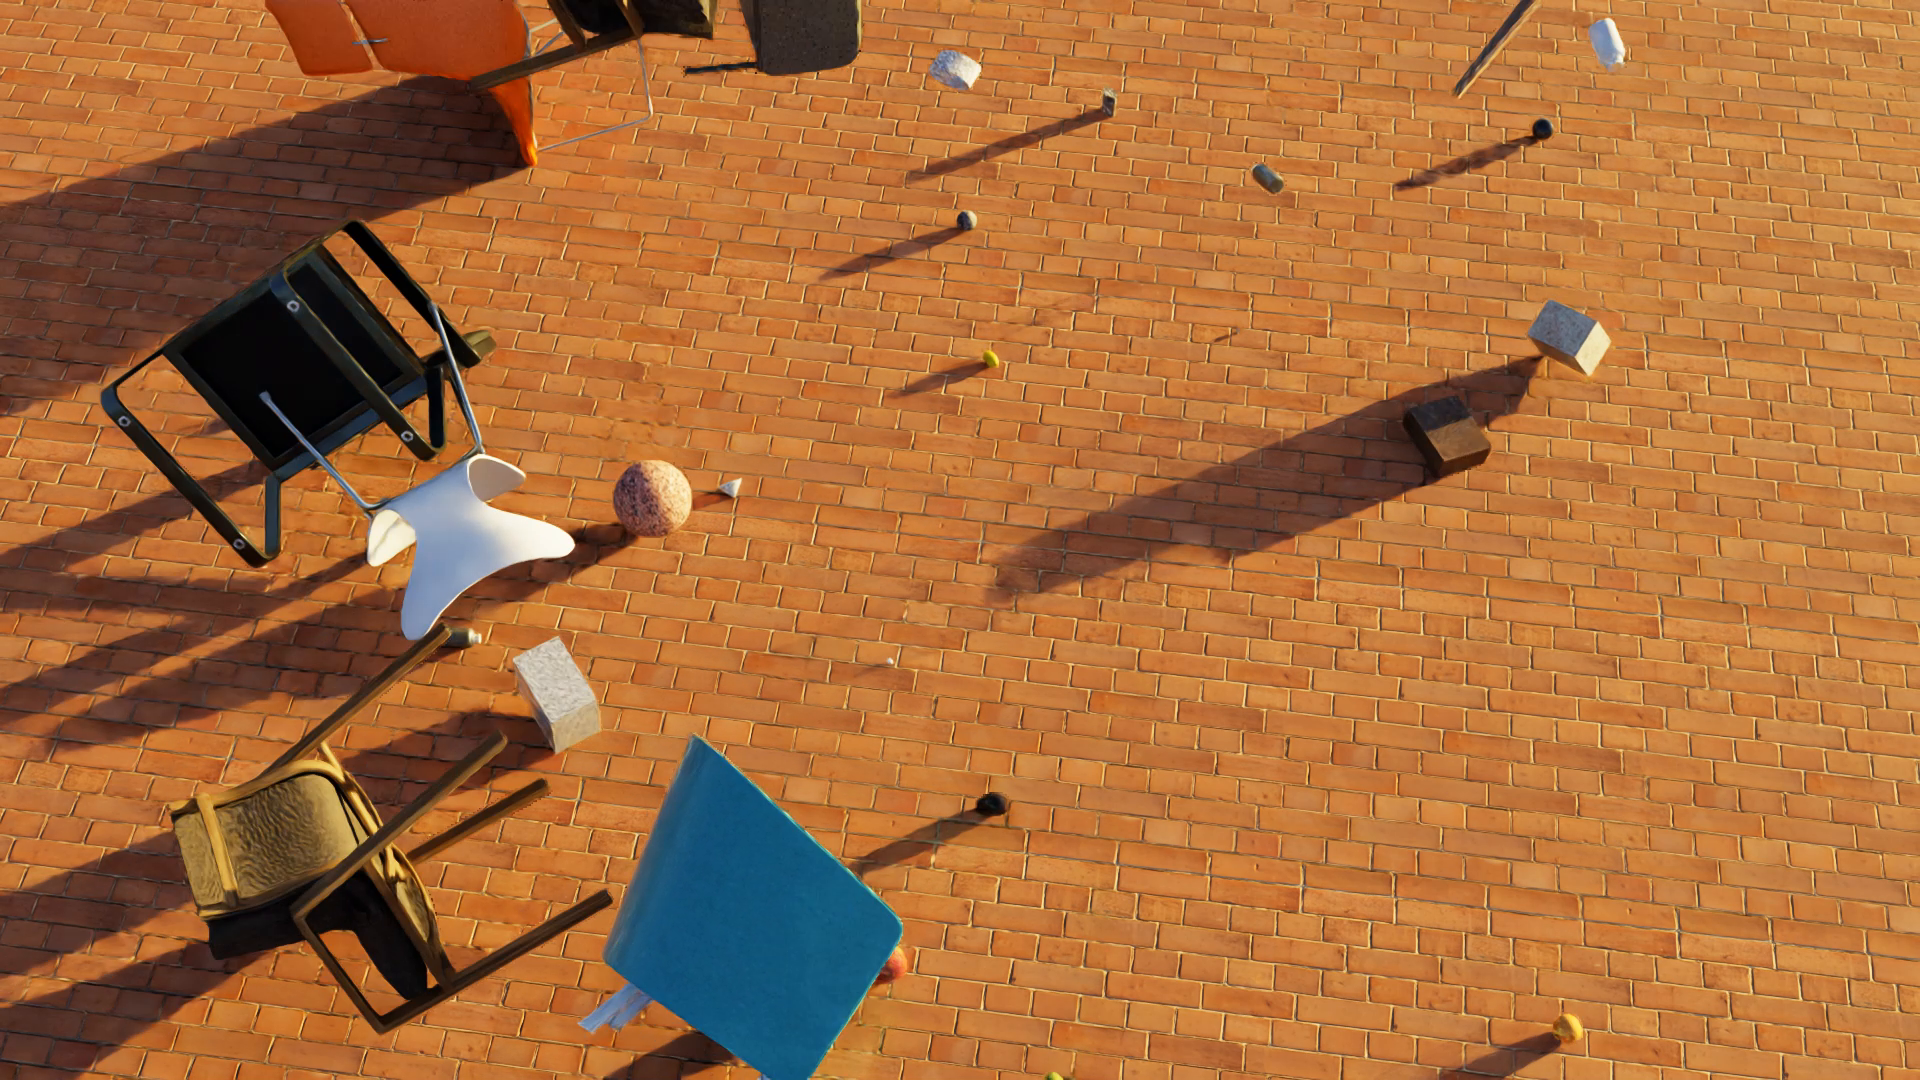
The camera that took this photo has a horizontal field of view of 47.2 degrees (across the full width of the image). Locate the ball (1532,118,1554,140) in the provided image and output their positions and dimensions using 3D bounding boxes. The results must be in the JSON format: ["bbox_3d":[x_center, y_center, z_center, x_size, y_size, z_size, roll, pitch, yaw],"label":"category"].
[{"bbox_3d":[1.979,-1.395,7.465,0.075,0.075,0.075,0,56,0],"label":"ball"}]

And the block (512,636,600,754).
[{"bbox_3d":[-1.123,0.432,6.127,0.141,0.226,0.223,-28,69,-19],"label":"block"}]

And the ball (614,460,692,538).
[{"bbox_3d":[-0.911,-0.123,6.514,0.230,0.230,0.230,0,56,0],"label":"ball"}]

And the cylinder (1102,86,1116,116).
[{"bbox_3d":[0.511,-1.499,7.523,0.034,0.092,0.060,-30,63,-18],"label":"cylinder"}]

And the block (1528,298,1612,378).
[{"bbox_3d":[1.896,-0.628,6.839,0.174,0.191,0.130,33,93,33],"label":"block"}]

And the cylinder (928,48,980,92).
[{"bbox_3d":[-0.016,-1.460,6.832,0.146,0.073,0.080,29,78,18],"label":"cylinder"}]

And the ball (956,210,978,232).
[{"bbox_3d":[0.022,-1.051,7.238,0.067,0.067,0.067,0,56,0],"label":"ball"}]

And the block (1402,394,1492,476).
[{"bbox_3d":[1.490,-0.320,6.731,0.173,0.078,0.216,-17,58,-17],"label":"block"}]
